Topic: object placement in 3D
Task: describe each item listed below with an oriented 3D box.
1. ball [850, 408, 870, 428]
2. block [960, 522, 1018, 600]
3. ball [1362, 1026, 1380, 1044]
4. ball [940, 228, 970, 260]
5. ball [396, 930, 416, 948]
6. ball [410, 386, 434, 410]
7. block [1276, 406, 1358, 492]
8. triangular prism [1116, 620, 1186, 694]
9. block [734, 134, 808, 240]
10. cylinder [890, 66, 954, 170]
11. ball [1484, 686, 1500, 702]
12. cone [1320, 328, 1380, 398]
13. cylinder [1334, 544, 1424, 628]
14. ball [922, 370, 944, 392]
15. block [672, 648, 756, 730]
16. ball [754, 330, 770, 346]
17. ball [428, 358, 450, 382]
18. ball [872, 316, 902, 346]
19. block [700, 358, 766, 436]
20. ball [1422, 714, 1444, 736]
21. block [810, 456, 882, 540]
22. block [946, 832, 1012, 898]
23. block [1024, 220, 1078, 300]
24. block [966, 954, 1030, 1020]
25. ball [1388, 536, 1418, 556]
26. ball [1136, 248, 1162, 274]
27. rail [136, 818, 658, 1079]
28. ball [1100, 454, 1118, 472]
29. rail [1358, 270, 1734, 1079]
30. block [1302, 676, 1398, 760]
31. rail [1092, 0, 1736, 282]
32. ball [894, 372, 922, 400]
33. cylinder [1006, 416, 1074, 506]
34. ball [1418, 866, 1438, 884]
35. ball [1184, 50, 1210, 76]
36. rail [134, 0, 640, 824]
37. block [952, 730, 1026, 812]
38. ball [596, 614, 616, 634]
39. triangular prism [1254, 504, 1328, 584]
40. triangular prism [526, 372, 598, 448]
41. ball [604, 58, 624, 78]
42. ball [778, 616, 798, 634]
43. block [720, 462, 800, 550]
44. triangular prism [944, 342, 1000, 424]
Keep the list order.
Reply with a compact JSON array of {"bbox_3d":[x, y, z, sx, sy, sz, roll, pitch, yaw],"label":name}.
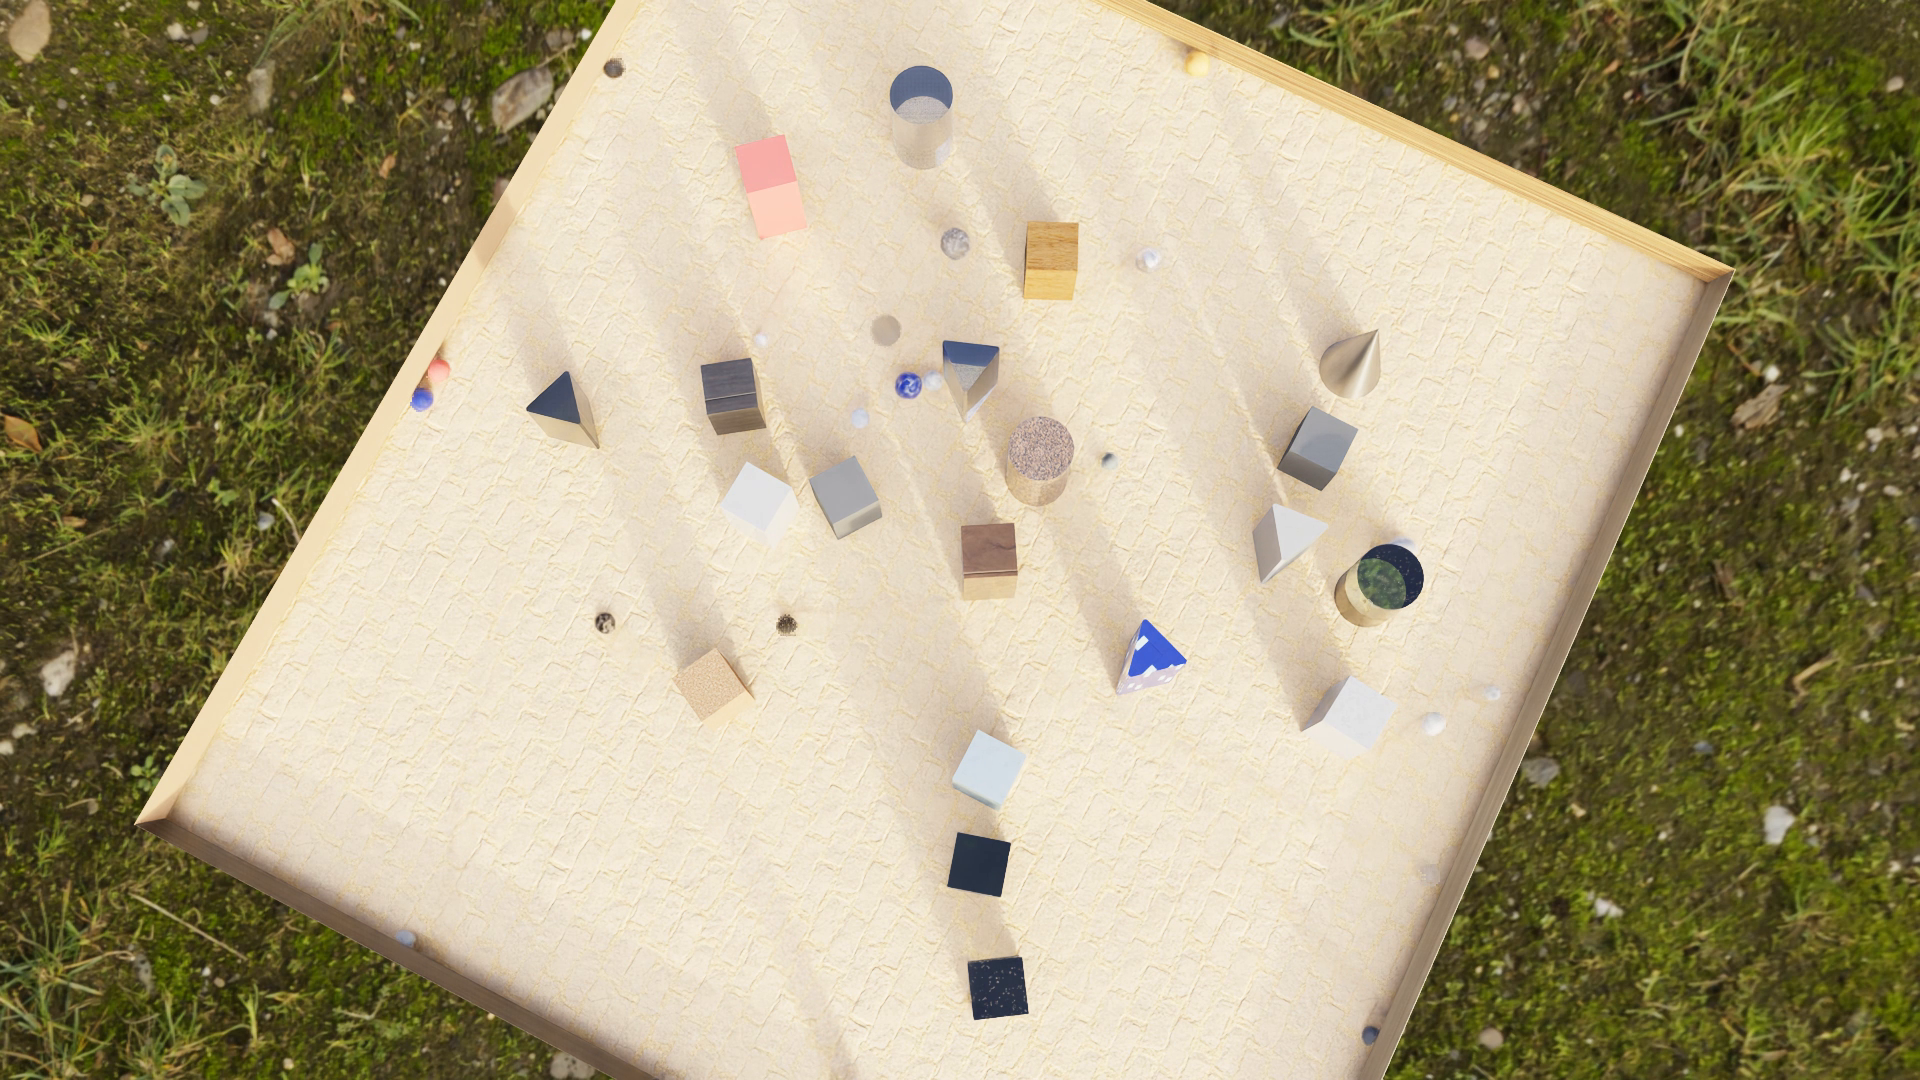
[{"bbox_3d":[-0.308,-0.377,5.664,0.059,0.059,0.059,0,78,0],"label":"ball"},{"bbox_3d":[0.084,0.068,5.413,0.154,0.371,0.154,-3,78,-1],"label":"block"},{"bbox_3d":[1.188,1.430,5.294,0.053,0.053,0.053,0,78,0],"label":"ball"},{"bbox_3d":[-0.014,-0.932,5.760,0.096,0.096,0.096,0,78,0],"label":"ball"},{"bbox_3d":[-1.618,1.167,5.348,0.053,0.053,0.053,0,78,0],"label":"ball"},{"bbox_3d":[-1.663,-0.439,5.671,0.070,0.070,0.070,0,78,0],"label":"ball"},{"bbox_3d":[1.082,-0.275,5.555,0.154,0.232,0.154,28,80,5],"label":"block"},{"bbox_3d":[0.534,0.334,5.326,0.167,0.433,0.145,-13,79,-3],"label":"triangular prism"},{"bbox_3d":[-0.579,-1.084,5.648,0.154,0.377,0.154,-15,79,-3],"label":"block"},{"bbox_3d":[-0.117,-1.313,5.714,0.193,0.341,0.193,0,78,0],"label":"cylinder"},{"bbox_3d":[1.595,0.460,5.497,0.047,0.047,0.047,0,78,0],"label":"ball"},{"bbox_3d":[1.219,-0.574,5.529,0.193,0.404,0.193,0,78,0],"label":"cone"},{"bbox_3d":[1.236,0.138,5.421,0.193,0.328,0.193,0,78,0],"label":"cylinder"},{"bbox_3d":[-0.084,-0.494,5.685,0.066,0.066,0.066,0,78,0],"label":"ball"},{"bbox_3d":[-0.722,0.441,5.390,0.154,0.265,0.154,-35,80,-7],"label":"block"},{"bbox_3d":[-0.619,-0.631,5.724,0.046,0.046,0.046,0,78,0],"label":"ball"},{"bbox_3d":[-1.617,-0.528,5.690,0.071,0.071,0.071,0,78,0],"label":"ball"},{"bbox_3d":[-0.227,-0.652,5.704,0.093,0.093,0.093,0,78,0],"label":"ball"},{"bbox_3d":[-0.689,-0.435,5.583,0.154,0.242,0.154,-9,78,-2],"label":"block"},{"bbox_3d":[1.411,0.551,5.468,0.067,0.067,0.067,0,78,0],"label":"ball"},{"bbox_3d":[-0.343,-0.125,5.522,0.154,0.235,0.154,-28,80,-6],"label":"block"},{"bbox_3d":[0.054,0.938,5.274,0.154,0.291,0.154,11,79,2],"label":"block"},{"bbox_3d":[0.279,-0.859,5.657,0.154,0.269,0.154,2,78,0],"label":"block"},{"bbox_3d":[0.105,1.270,5.208,0.154,0.286,0.154,-6,78,-1],"label":"block"},{"bbox_3d":[1.343,0.032,5.563,0.092,0.092,0.092,0,78,0],"label":"ball"},{"bbox_3d":[0.592,-0.876,5.756,0.082,0.082,0.082,0,78,0],"label":"ball"},{"bbox_3d":[-0.808,1.590,5.222,3.530,0.125,0.045,26,80,5],"label":"rail"},{"bbox_3d":[0.459,-0.239,5.639,0.053,0.053,0.053,0,78,0],"label":"ball"},{"bbox_3d":[1.557,0.769,5.392,0.045,0.125,3.663,26,80,5],"label":"rail"},{"bbox_3d":[1.130,0.521,5.339,0.154,0.332,0.154,33,80,6],"label":"block"},{"bbox_3d":[0.808,-1.577,5.878,3.530,0.125,0.045,26,80,5],"label":"rail"},{"bbox_3d":[-0.160,-0.478,5.671,0.088,0.088,0.088,0,78,0],"label":"ball"},{"bbox_3d":[0.236,-0.232,5.491,0.193,0.339,0.193,0,78,0],"label":"cylinder"},{"bbox_3d":[1.377,0.984,5.385,0.055,0.055,0.055,0,78,0],"label":"ball"},{"bbox_3d":[0.761,-1.531,5.892,0.081,0.081,0.081,0,78,0],"label":"ball"},{"bbox_3d":[-1.557,-0.756,5.708,0.045,0.125,3.663,26,80,5],"label":"rail"},{"bbox_3d":[0.083,0.670,5.291,0.154,0.367,0.154,27,80,5],"label":"block"},{"bbox_3d":[-1.069,0.253,5.532,0.063,0.063,0.063,0,78,0],"label":"ball"},{"bbox_3d":[0.944,-0.009,5.427,0.167,0.375,0.145,-37,81,-7],"label":"triangular prism"},{"bbox_3d":[-1.179,-0.402,5.549,0.167,0.294,0.145,15,79,3],"label":"triangular prism"},{"bbox_3d":[-1.115,-1.517,5.898,0.063,0.063,0.063,0,78,0],"label":"ball"},{"bbox_3d":[-0.520,0.257,5.534,0.057,0.057,0.057,0,78,0],"label":"ball"},{"bbox_3d":[-0.597,-0.099,5.493,0.154,0.281,0.154,29,80,6],"label":"block"},{"bbox_3d":[0.008,-0.505,5.540,0.145,0.354,0.167,36,81,7],"label":"triangular prism"}]
